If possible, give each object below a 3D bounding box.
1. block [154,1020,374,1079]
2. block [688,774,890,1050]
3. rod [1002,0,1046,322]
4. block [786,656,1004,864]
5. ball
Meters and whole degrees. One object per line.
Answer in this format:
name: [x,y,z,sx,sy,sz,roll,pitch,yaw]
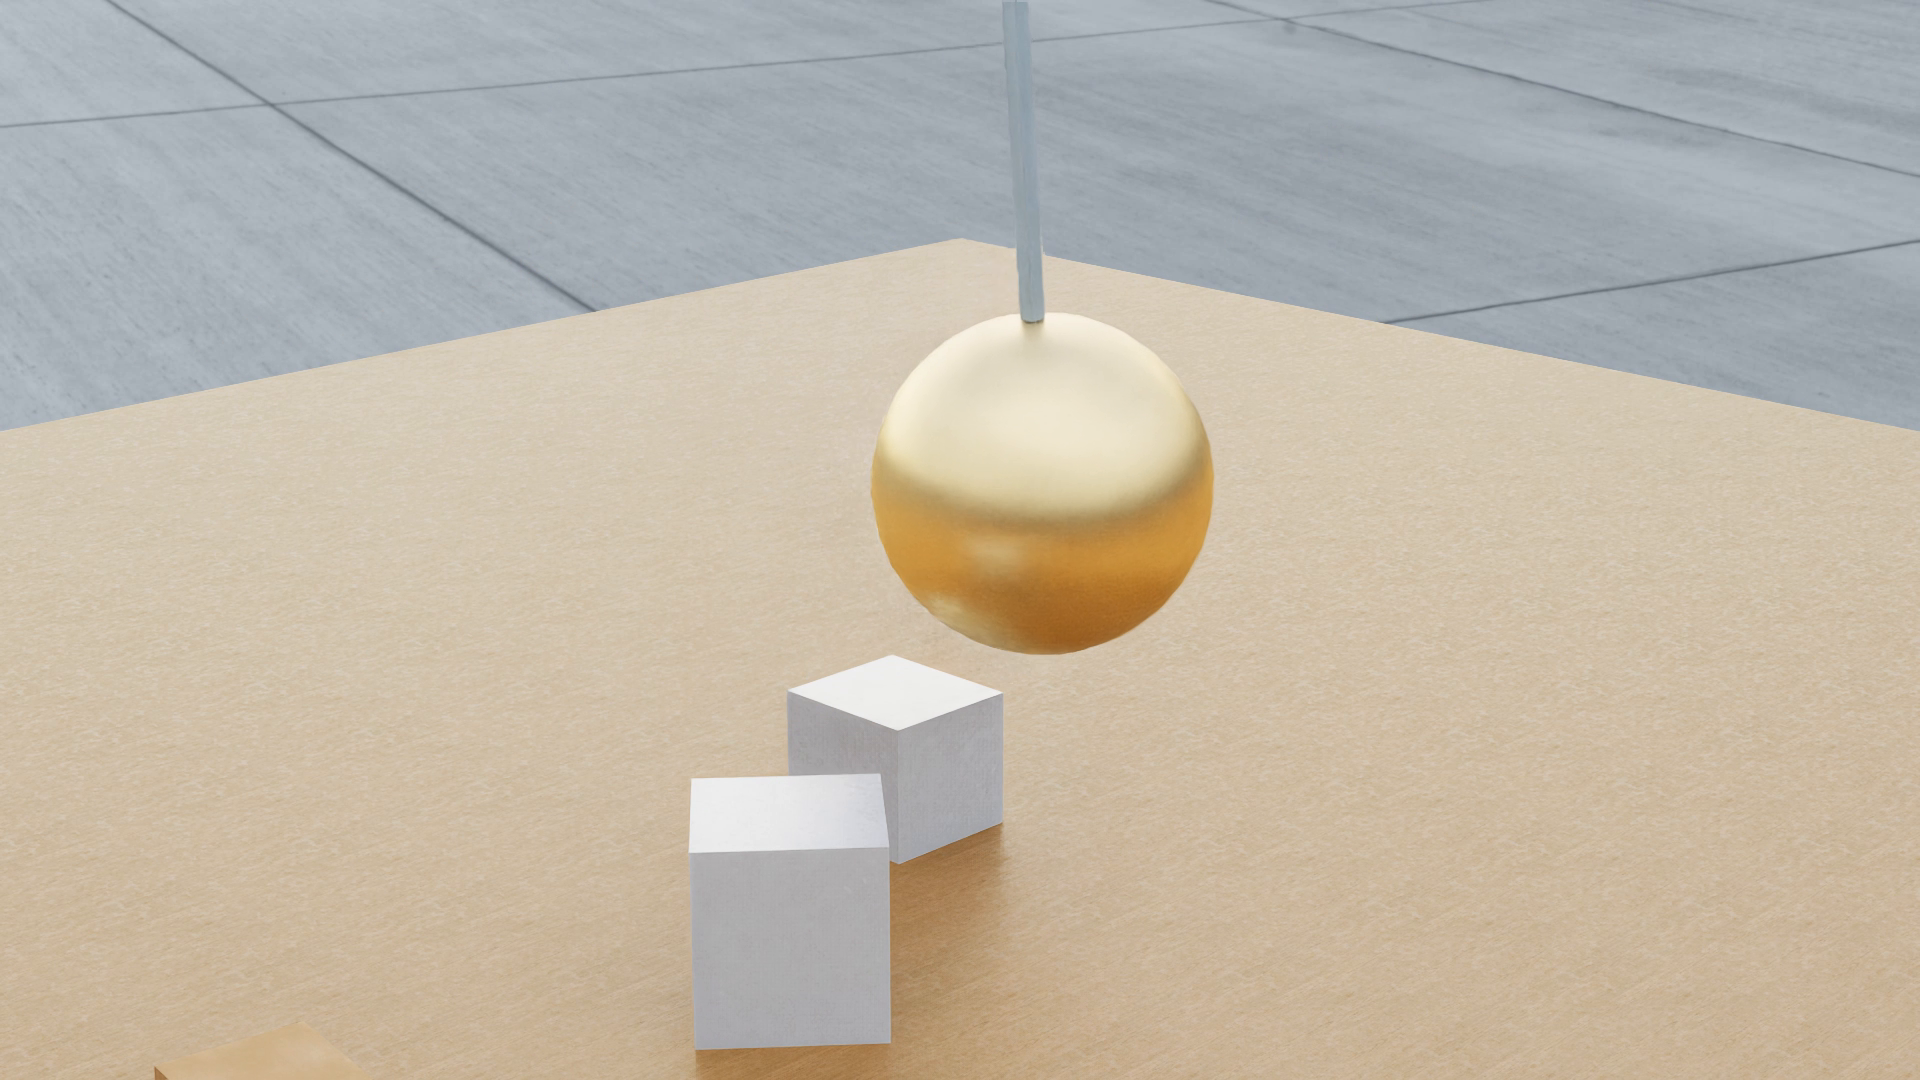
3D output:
block: [-2.452,2.169,10.411,0.572,0.619,0.564,-13,22,-35]
block: [-0.702,1.519,12.076,0.790,0.862,0.773,-1,17,-4]
rod: [0.166,-3.429,12.438,0.080,5.200,0.080,17,29,42]
block: [-0.307,1.031,13.959,0.753,0.662,0.697,16,24,42]
ball: [0.383,-0.264,13.660,1.600,1.600,1.600,0,17,0]
